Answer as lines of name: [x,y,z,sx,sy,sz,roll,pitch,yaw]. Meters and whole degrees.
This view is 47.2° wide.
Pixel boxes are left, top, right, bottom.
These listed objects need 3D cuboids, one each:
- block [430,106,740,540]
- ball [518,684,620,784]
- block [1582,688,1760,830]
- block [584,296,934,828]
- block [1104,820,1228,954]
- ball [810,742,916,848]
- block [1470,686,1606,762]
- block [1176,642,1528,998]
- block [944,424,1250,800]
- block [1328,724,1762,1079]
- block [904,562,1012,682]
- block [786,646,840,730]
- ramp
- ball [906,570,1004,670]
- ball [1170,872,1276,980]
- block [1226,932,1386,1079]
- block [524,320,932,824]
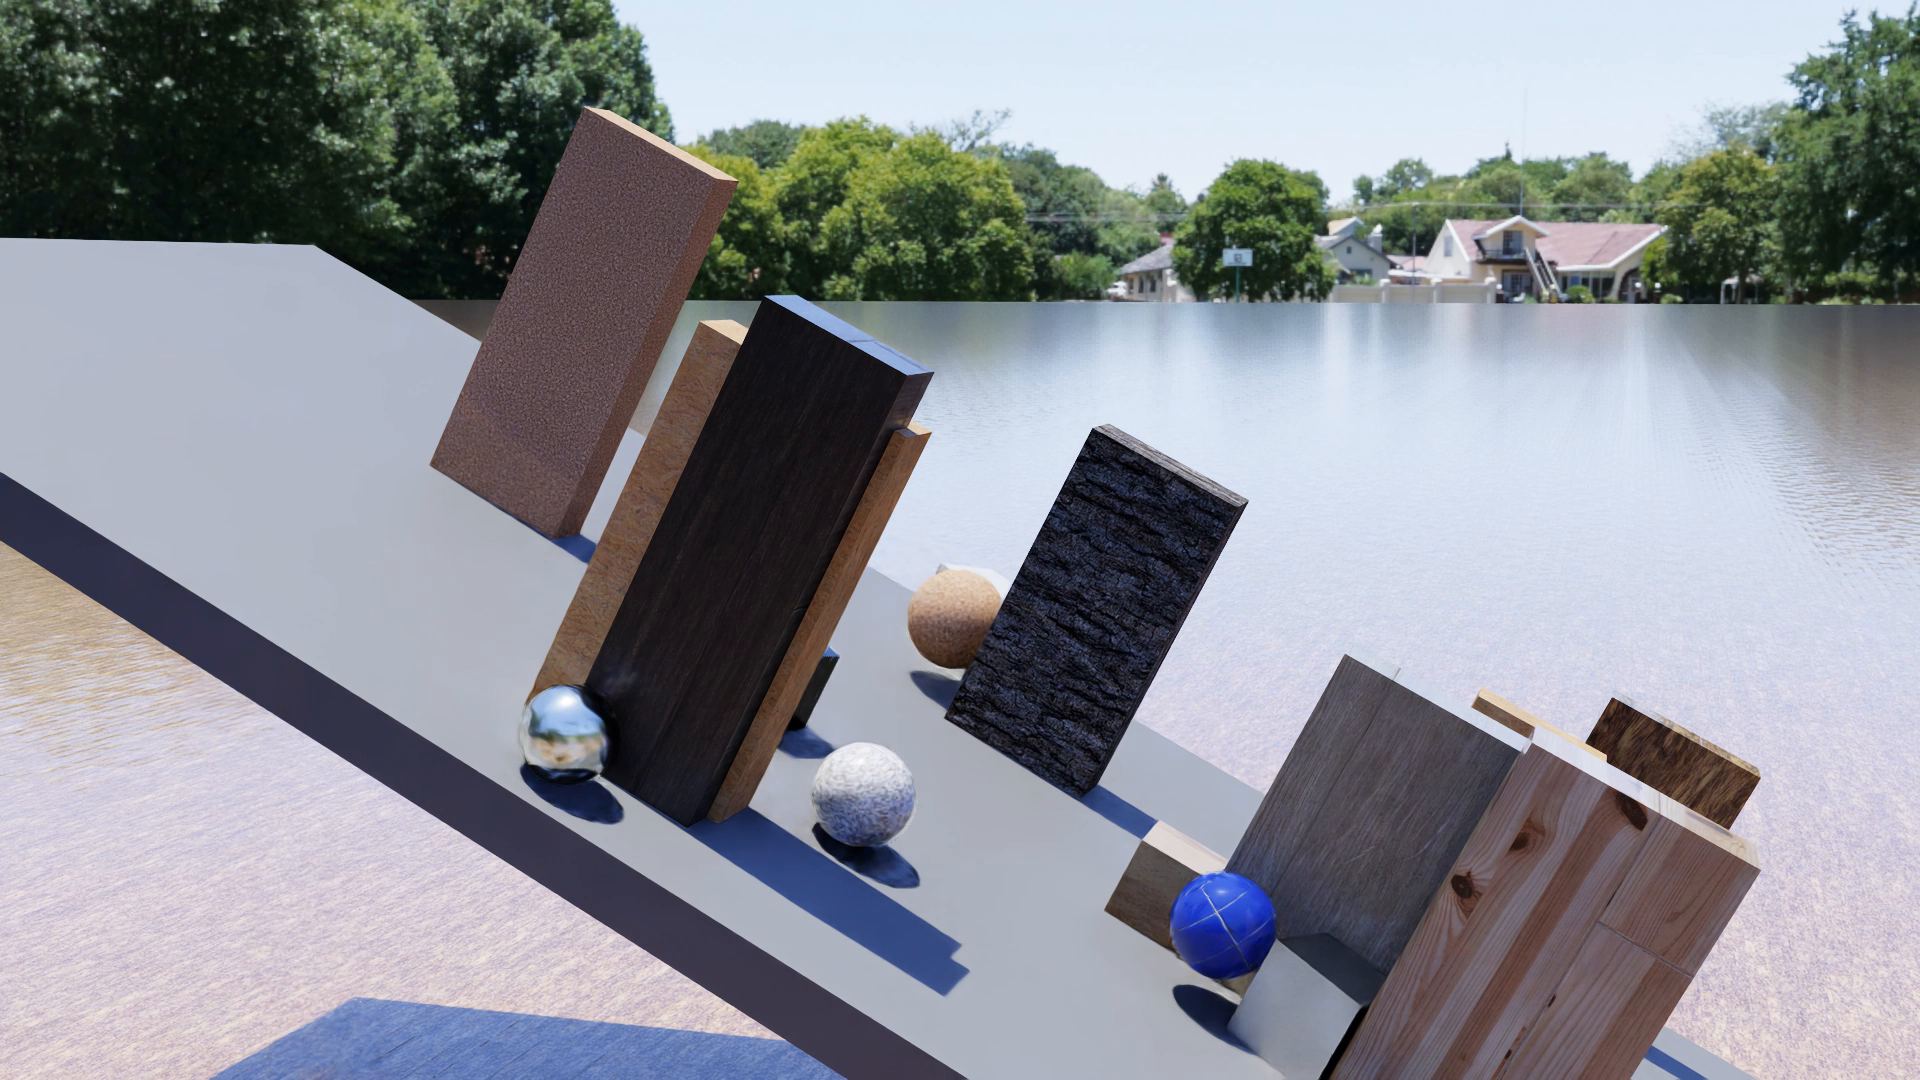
block: [-0.742,-0.420,4.312,0.306,0.782,0.110,30,14,12]
ball: [-0.590,0.293,3.318,0.152,0.152,0.152,0,7,0]
block: [1.335,0.658,4.527,0.325,0.618,0.091,30,14,12]
block: [-0.336,0.034,3.388,0.251,0.789,0.132,30,14,12]
block: [0.370,0.615,3.907,0.149,0.149,0.149,30,14,12]
ball: [-0.159,0.418,3.608,0.172,0.172,0.172,0,7,0]
block: [1.031,0.595,4.388,0.274,0.529,0.105,30,14,12]
block: [0.696,0.547,3.768,0.398,0.617,0.120,30,14,12]
block: [0.268,0.140,4.369,0.320,0.663,0.139,30,14,12]
block: [0.872,0.689,3.379,0.368,0.710,0.143,30,14,12]
block: [0.036,0.183,4.786,0.186,0.186,0.186,37,17,36]
block: [-0.349,0.235,3.958,0.156,0.156,0.156,35,16,29]
ramp: [-0.232,0.388,4.153,4.000,0.100,2.000,30,14,12]
ball: [-0.006,0.165,4.559,0.208,0.208,0.208,0,7,0]
ball: [0.438,0.642,3.663,0.178,0.178,0.178,0,7,0]
block: [0.593,0.782,3.641,0.180,0.180,0.180,36,17,34]
block: [-0.372,0.049,3.473,0.375,0.692,0.125,30,14,12]
